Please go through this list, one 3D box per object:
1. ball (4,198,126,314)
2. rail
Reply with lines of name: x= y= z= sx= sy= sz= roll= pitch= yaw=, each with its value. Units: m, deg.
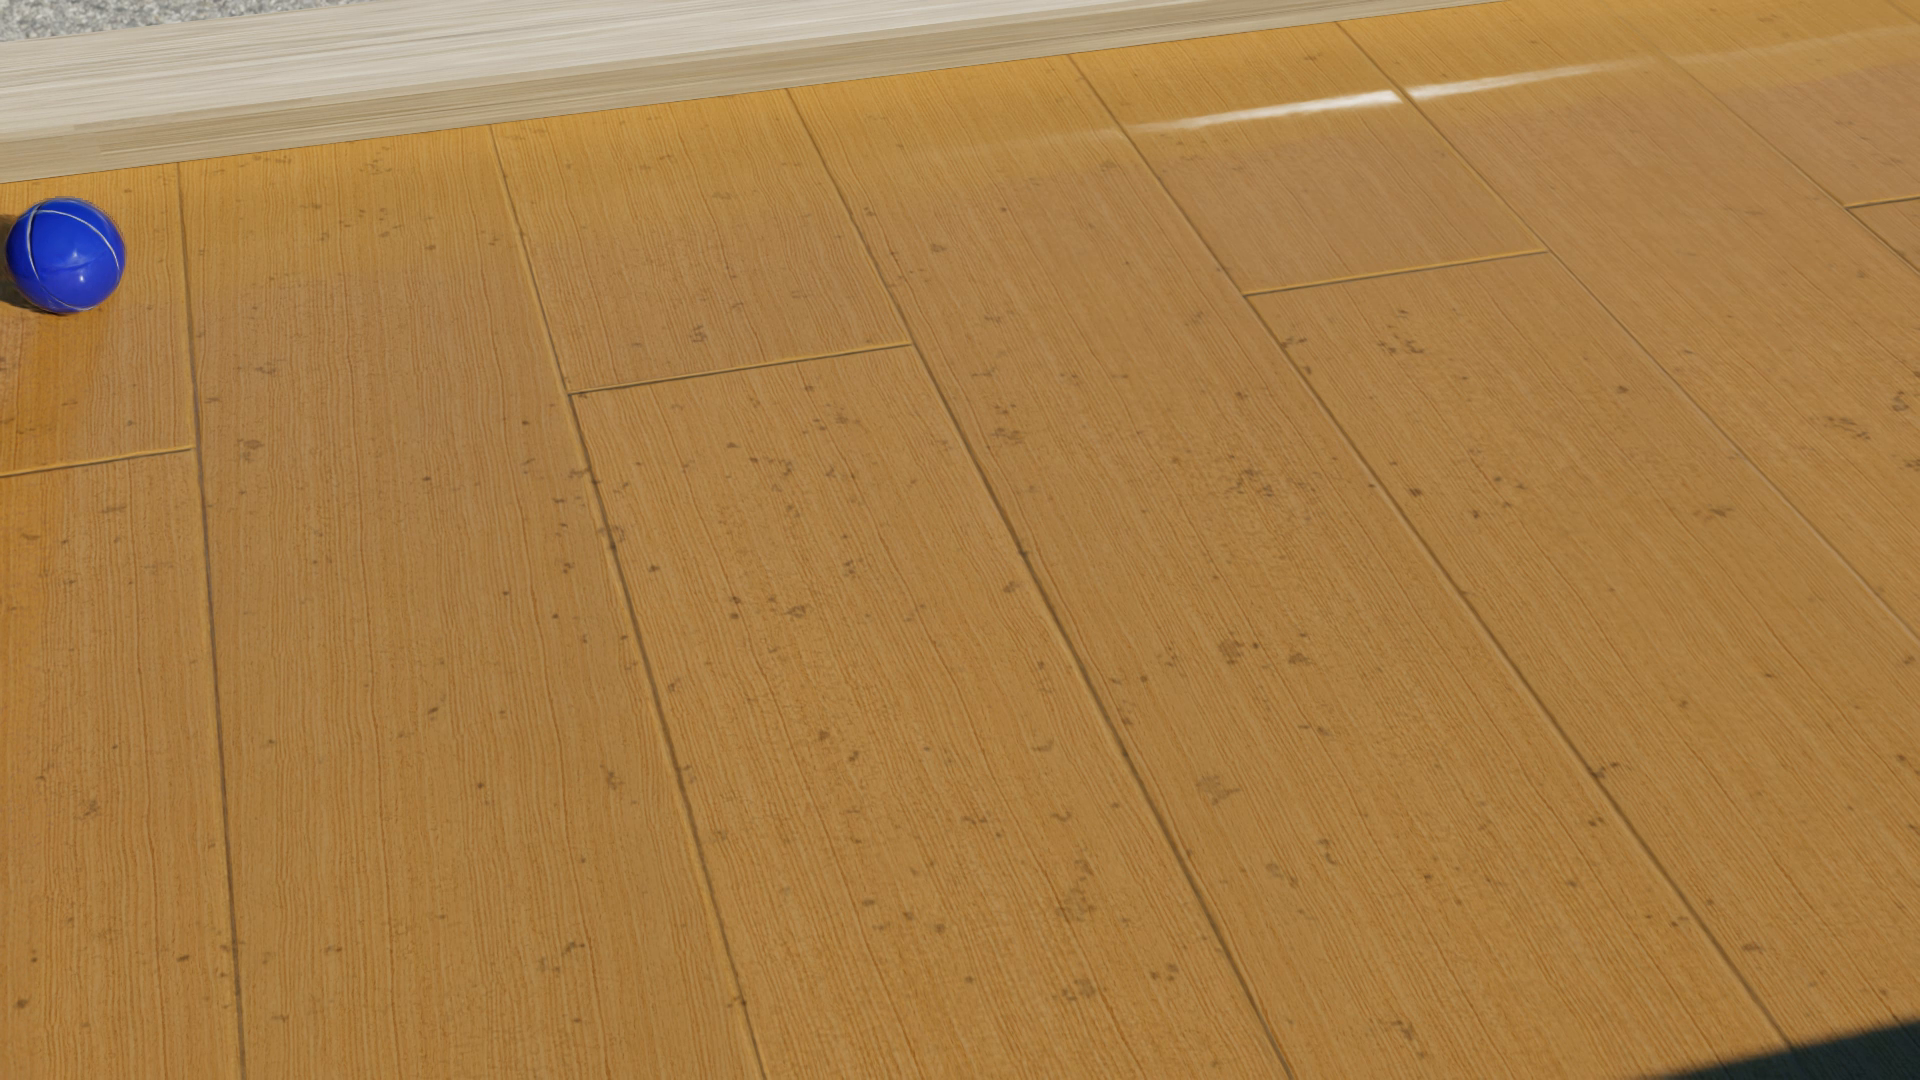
ball: x=-0.648 y=-0.205 z=1.857 sx=0.083 sy=0.083 sz=0.083 roll=0 pitch=36 yaw=0
rail: x=0.470 y=-0.519 z=2.263 sx=2.726 sy=0.116 sz=0.045 roll=-9 pitch=37 yaw=-13
